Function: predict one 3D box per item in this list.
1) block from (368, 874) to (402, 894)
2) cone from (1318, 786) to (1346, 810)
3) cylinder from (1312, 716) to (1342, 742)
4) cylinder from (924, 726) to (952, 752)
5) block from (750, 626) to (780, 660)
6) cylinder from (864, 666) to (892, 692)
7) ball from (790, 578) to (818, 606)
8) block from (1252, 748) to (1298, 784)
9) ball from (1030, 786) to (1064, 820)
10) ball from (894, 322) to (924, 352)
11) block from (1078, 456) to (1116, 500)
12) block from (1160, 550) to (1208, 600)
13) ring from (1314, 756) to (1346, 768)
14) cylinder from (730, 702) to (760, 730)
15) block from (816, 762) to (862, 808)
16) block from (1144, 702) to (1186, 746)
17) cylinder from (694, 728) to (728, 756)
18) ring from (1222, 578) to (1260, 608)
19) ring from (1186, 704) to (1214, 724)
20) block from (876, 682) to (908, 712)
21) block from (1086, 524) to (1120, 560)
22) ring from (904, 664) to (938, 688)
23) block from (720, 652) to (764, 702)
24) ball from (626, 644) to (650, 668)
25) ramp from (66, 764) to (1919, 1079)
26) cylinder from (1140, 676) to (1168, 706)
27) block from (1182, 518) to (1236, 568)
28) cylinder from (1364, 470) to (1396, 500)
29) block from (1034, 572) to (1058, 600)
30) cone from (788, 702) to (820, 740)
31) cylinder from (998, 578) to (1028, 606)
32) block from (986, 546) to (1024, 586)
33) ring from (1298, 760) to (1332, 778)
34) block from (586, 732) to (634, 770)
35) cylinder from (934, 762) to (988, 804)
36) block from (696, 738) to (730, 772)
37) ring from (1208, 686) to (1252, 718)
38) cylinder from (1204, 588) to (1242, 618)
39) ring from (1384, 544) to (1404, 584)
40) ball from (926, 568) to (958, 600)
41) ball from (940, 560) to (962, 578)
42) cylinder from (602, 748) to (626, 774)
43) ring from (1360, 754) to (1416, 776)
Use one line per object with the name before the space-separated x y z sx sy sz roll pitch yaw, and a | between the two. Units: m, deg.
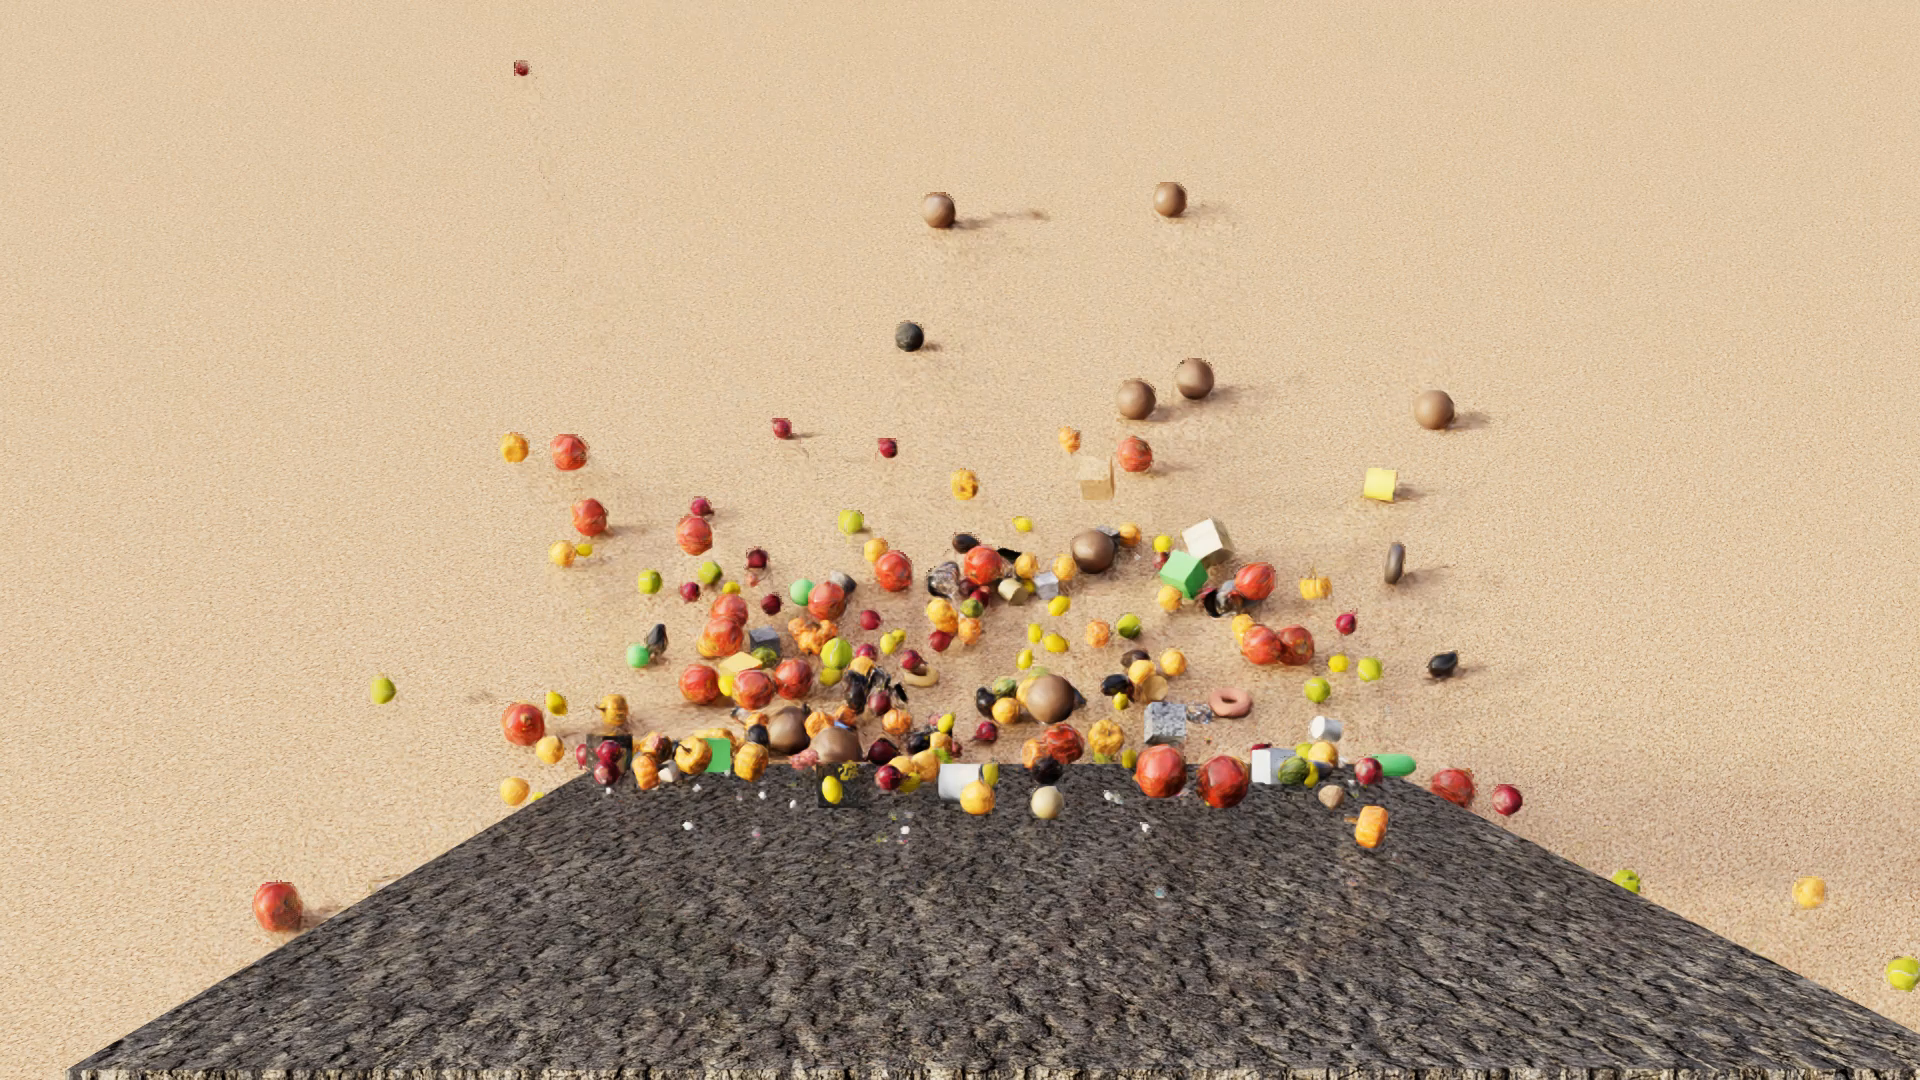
block | -1.387 0.858 6.291 0.072 0.072 0.072 -14 7 -29
cone | 0.787 0.557 5.481 0.056 0.056 0.056 4 27 6
cylinder | 0.861 0.444 6.072 0.053 0.053 0.053 15 25 -24
cylinder | -0.058 0.526 6.868 0.065 0.065 0.065 -4 30 12
block | -0.548 0.290 7.269 0.066 0.066 0.066 -13 33 -20
cylinder | -0.226 0.381 7.109 0.055 0.055 0.055 27 26 -18
ball | -0.450 0.151 7.446 0.078 0.078 0.078 0 31 0
block | 0.748 0.536 6.153 0.076 0.076 0.076 0 0 -26
ball | 0.178 0.534 5.260 0.068 0.068 0.068 0 31 0
ball | -0.173 -0.694 8.868 0.099 0.099 0.099 0 31 0
block | 0.413 -0.188 7.803 0.092 0.092 0.092 -1 50 11
block | 0.650 0.102 7.522 0.089 0.089 0.089 21 65 37
ring | 0.938 0.563 6.568 0.088 0.029 0.088 -1 0 0
cylinder | -0.577 0.472 6.947 0.055 0.055 0.055 37 43 16
block | -0.260 0.525 5.556 0.092 0.092 0.092 0 0 -4
block | 0.542 0.487 6.861 0.090 0.090 0.090 6 69 -10
cylinder | -0.655 0.535 6.804 0.078 0.078 0.078 -3 31 4
ring | 0.812 0.156 7.511 0.114 0.038 0.114 7 38 -6
ring | 0.646 0.471 7.007 0.083 0.028 0.083 0 28 0
block | -0.186 0.427 7.033 0.053 0.053 0.053 -26 0 -36
block | 0.427 0.006 7.736 0.069 0.069 0.069 27 40 37
ring | -0.108 0.376 7.160 0.095 0.032 0.095 1 27 0
block | -0.599 0.374 7.112 0.085 0.085 0.085 23 38 33
ball | -0.896 0.324 7.216 0.063 0.063 0.063 0 31 0
ramp | 0.069 0.614 4.690 2.000 0.100 4.000 0 0 0
cylinder | 0.527 0.409 7.020 0.070 0.070 0.070 1 72 -2
block | 0.733 0.009 7.620 0.099 0.099 0.099 -30 65 21
cylinder | 1.297 -0.169 8.002 0.087 0.087 0.087 8 32 10
block | 0.251 0.135 7.534 0.055 0.055 0.055 -10 33 -11
cone | -0.414 0.472 6.939 0.095 0.095 0.095 0 31 0
cylinder | 0.155 0.150 7.505 0.063 0.063 0.063 -20 36 -29
block | 0.135 0.083 7.596 0.082 0.082 0.082 16 34 24
ring | 0.841 0.555 6.273 0.124 0.041 0.124 1 -1 0
block | -0.885 0.535 6.547 0.086 0.086 0.086 0 -1 -35
cylinder | 0.003 0.528 5.624 0.085 0.085 0.085 -10 25 27
block | -0.620 0.539 6.500 0.077 0.077 0.077 0 0 -15
ring | 0.735 0.441 7.045 0.118 0.039 0.118 0 32 0
cylinder | 0.753 0.181 7.400 0.077 0.077 0.077 15 17 -39
ring | 1.269 0.071 7.571 0.041 0.122 0.122 10 32 3
ball | -0.051 0.127 7.515 0.092 0.092 0.092 0 31 0
ball | -0.030 0.094 7.595 0.066 0.066 0.066 0 31 0
cylinder | -0.857 0.547 6.410 0.060 0.060 0.060 0 0 0
ring | 1.051 0.553 6.363 0.140 0.047 0.140 -1 -1 0
